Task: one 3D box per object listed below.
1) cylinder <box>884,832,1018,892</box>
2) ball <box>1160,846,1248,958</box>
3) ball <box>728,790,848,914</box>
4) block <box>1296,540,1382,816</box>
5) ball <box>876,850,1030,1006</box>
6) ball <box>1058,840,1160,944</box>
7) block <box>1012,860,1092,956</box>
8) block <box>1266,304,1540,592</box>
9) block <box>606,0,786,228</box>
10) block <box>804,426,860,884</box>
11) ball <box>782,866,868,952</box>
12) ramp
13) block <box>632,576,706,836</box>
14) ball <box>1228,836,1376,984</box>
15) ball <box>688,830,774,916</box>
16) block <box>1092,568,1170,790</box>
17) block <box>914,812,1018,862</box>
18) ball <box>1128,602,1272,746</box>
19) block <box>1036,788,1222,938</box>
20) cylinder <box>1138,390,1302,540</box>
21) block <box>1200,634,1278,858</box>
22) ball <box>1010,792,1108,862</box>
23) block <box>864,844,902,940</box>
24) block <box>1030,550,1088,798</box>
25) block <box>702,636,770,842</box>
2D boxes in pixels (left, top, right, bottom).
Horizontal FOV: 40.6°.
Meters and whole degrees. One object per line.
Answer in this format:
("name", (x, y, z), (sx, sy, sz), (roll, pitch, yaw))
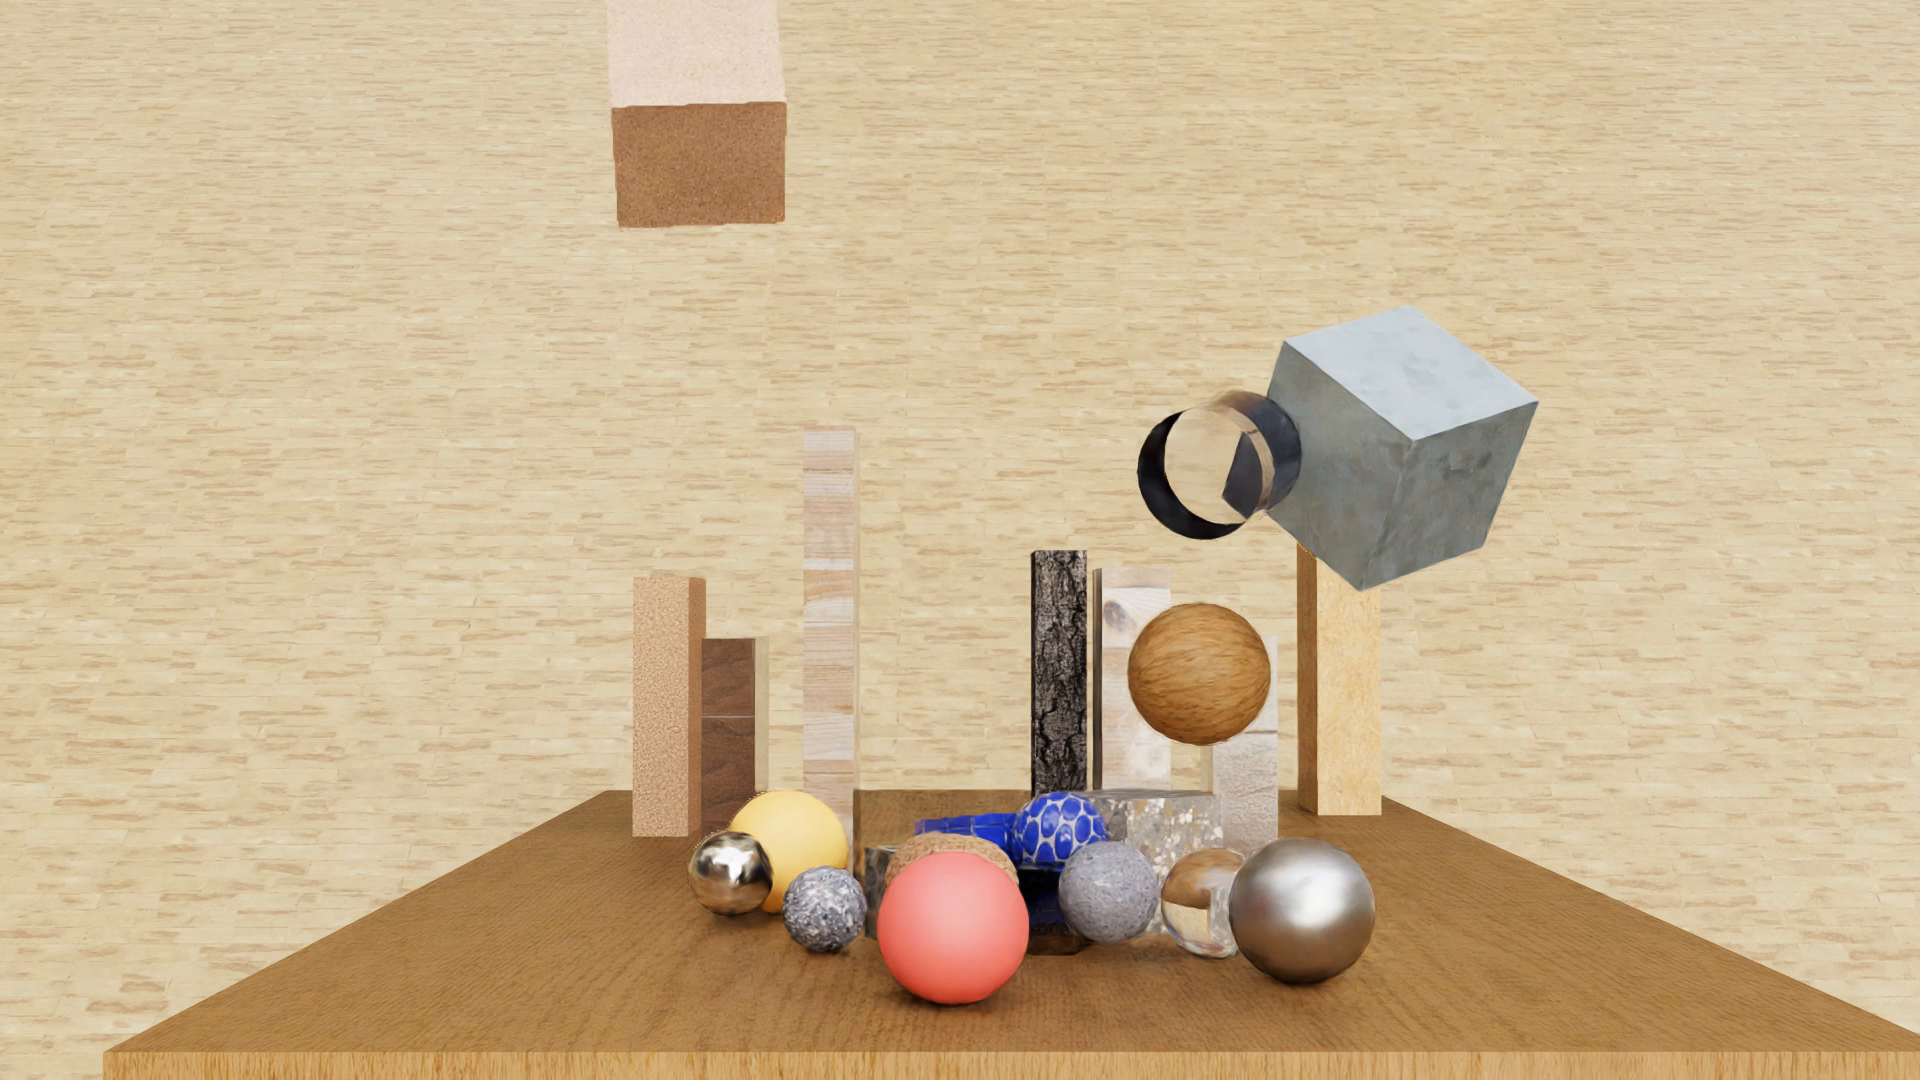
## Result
("cylinder", (-0.012, 0.452, 3.374), (0.140, 0.140, 0.140), (-13, 0, -19))
("ball", (0.349, 0.496, 3.554), (0.151, 0.151, 0.151), (0, 34, 0))
("ball", (-0.271, 0.487, 4.051), (0.194, 0.194, 0.194), (0, 34, 0))
("block", (0.898, 0.252, 6.170), (0.146, 0.772, 0.360), (0, -1, 0))
("ball", (-0.008, 0.468, 3.136), (0.185, 0.185, 0.185), (0, 34, 0))
("ball", (0.201, 0.477, 3.517), (0.139, 0.139, 0.139), (0, 34, 0))
("block", (0.115, 0.515, 3.640), (0.117, 0.117, 0.117), (0, -2, 17))
("block", (0.454, -0.101, 2.769), (0.195, 0.195, 0.195), (-17, 46, -35))
("block", (-0.279, -0.458, 2.740), (0.176, 0.176, 0.176), (-3, 54, -7))
("block", (-0.217, 0.204, 4.415), (0.083, 0.780, 0.282), (0, -1, 0))
("ball", (-0.189, 0.514, 3.613), (0.119, 0.119, 0.119), (0, 34, 0))
("ramp", (0.075, 0.653, 4.797), (2.000, 0.100, 4.000), (0, -1, 0))
("block", (-0.627, 0.353, 5.620), (0.116, 0.543, 0.373), (0, -1, 0))
("ball", (0.435, 0.472, 3.308), (0.187, 0.187, 0.187), (0, 34, 0))
("ball", (-0.344, 0.502, 3.907), (0.130, 0.130, 0.130), (0, 34, 0))
("block", (0.275, 0.317, 4.194), (0.106, 0.541, 0.296), (0, -1, 0))
("block", (0.047, 0.491, 3.870), (0.159, 0.159, 0.159), (1, -9, -35))
("ball", (0.274, 0.153, 2.981), (0.165, 0.165, 0.165), (0, 34, 0))
("block", (0.254, 0.481, 3.902), (0.198, 0.198, 0.198), (1, -2, -40))
("cylinder", (0.270, -0.079, 2.684), (0.134, 0.134, 0.134), (15, 17, 21))
("block", (0.519, 0.391, 4.843), (0.118, 0.426, 0.244), (0, -1, 0))
("ball", (0.143, 0.435, 3.763), (0.140, 0.140, 0.140), (0, 34, 0))
("block", (-0.047, 0.510, 3.751), (0.130, 0.130, 0.130), (0, -2, -35))
("block", (0.169, 0.308, 4.474), (0.086, 0.575, 0.277), (0, -1, 0))
("block", (-0.412, 0.391, 4.778), (0.095, 0.424, 0.335), (0, -1, 0))
